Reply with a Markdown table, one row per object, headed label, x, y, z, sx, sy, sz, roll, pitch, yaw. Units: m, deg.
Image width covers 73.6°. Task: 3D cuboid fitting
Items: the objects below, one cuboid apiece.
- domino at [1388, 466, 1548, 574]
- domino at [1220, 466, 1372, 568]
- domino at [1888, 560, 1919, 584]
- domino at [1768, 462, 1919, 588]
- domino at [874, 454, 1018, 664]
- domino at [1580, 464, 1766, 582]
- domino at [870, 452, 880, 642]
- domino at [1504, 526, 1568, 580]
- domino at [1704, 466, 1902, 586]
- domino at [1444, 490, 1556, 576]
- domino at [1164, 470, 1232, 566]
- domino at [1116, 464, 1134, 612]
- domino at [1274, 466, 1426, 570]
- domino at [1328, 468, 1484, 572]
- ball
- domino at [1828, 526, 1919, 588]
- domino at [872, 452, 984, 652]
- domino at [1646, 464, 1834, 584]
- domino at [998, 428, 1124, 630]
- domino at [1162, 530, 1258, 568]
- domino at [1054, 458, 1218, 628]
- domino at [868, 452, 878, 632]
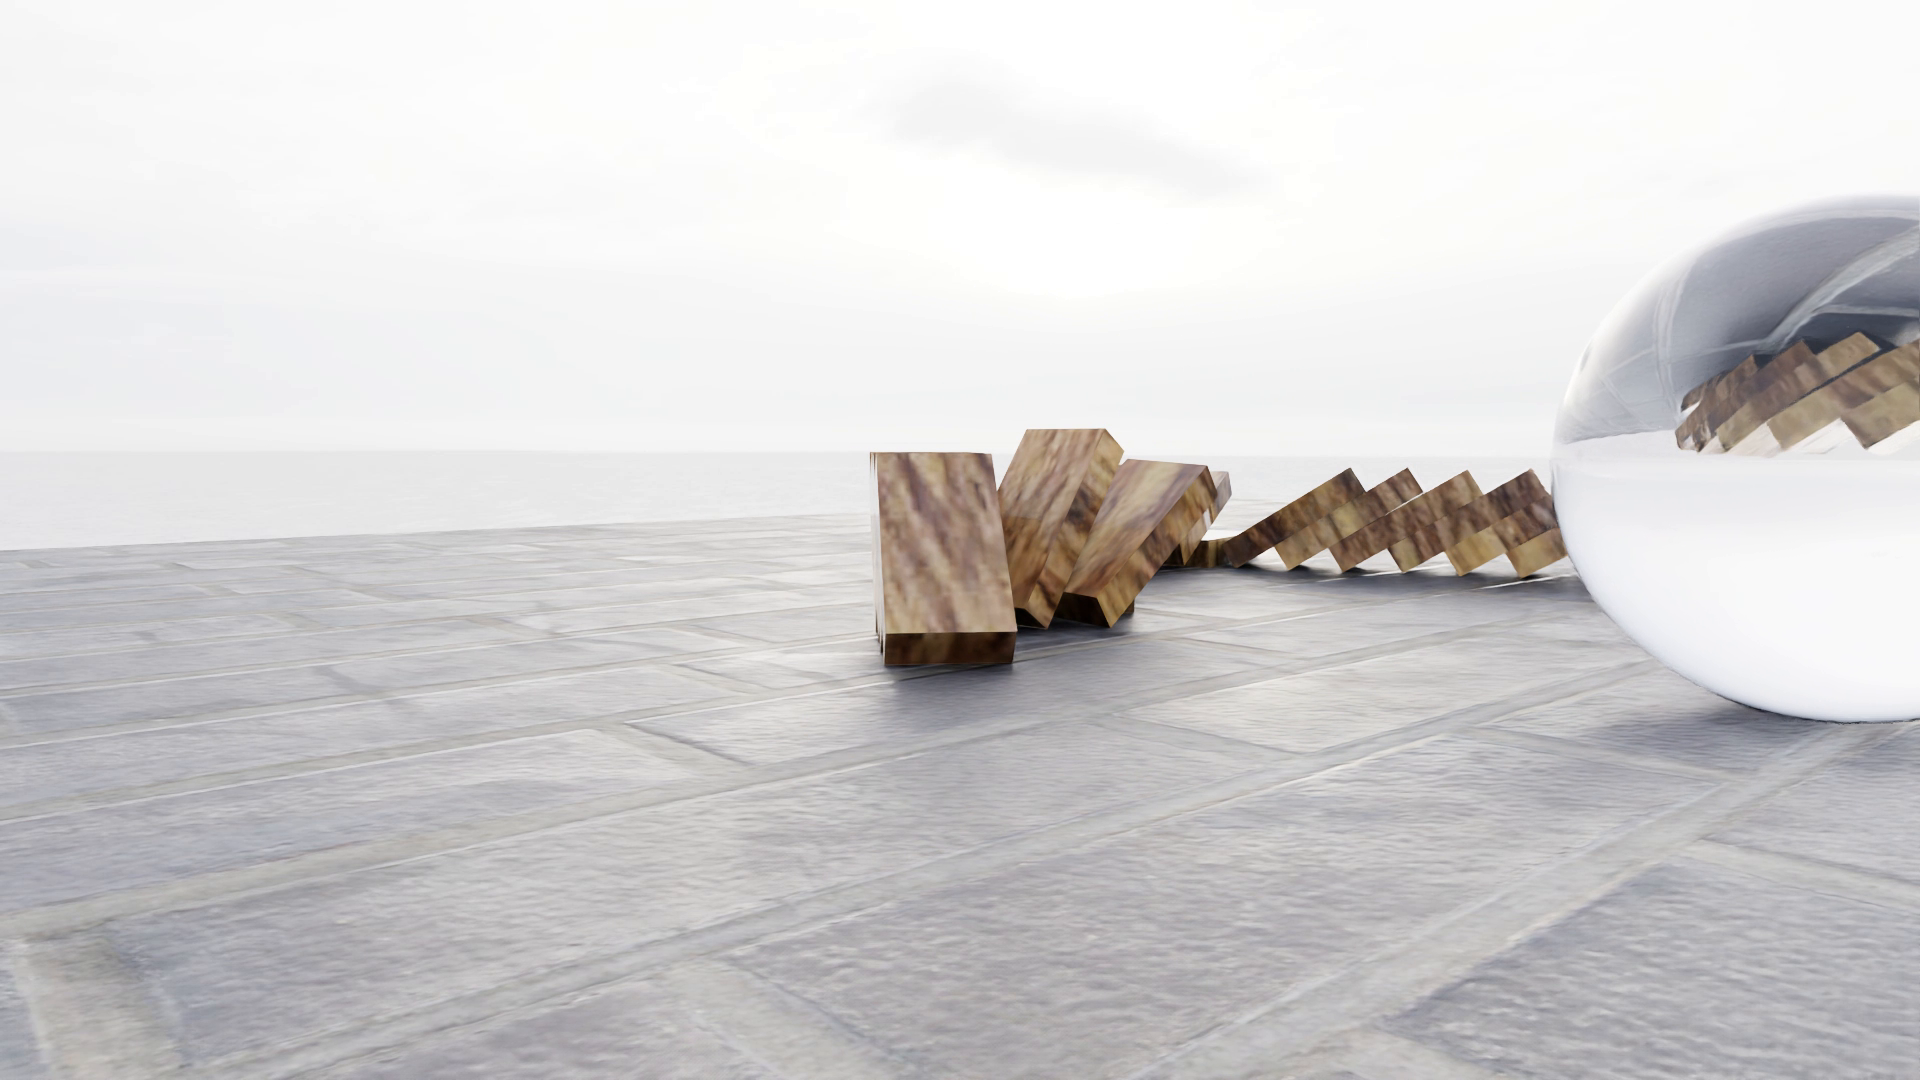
| label | x | y | z | sx | sy | sz | roll | pitch | yaw |
| --- | --- | --- | --- | --- | --- | --- | --- | --- | --- |
| domino | 0.166 | -0.007 | 0.421 | 0.050 | 0.009 | 0.025 | -33 | -8 | 21 |
| domino | 0.116 | -0.008 | 0.440 | 0.050 | 0.009 | 0.025 | -34 | -8 | 22 |
| domino | 0.308 | -0.004 | 0.393 | 0.050 | 0.009 | 0.025 | -30 | 6 | -1 |
| domino | 0.272 | -0.005 | 0.388 | 0.050 | 0.009 | 0.025 | -34 | 1 | 10 |
| domino | -0.004 | 0.003 | 0.262 | 0.025 | 0.010 | 0.050 | 0 | 46 | -6 |
| domino | 0.219 | -0.005 | 0.397 | 0.050 | 0.009 | 0.025 | -34 | -6 | 21 |
| domino | -0.007 | 0.001 | 0.291 | 0.025 | 0.010 | 0.050 | 0 | 46 | -6 |
| domino | 0.199 | -0.005 | 0.407 | 0.050 | 0.010 | 0.025 | -32 | -8 | 21 |
| domino | 0.252 | -0.005 | 0.388 | 0.050 | 0.009 | 0.025 | -34 | -5 | 16 |
| domino | 0.182 | -0.006 | 0.414 | 0.050 | 0.009 | 0.025 | -33 | -8 | 21 |
| domino | 0.075 | -0.009 | 0.452 | 0.025 | 0.009 | 0.050 | 3 | 32 | 32 |
| domino | 0.033 | -0.001 | 0.341 | 0.025 | 0.009 | 0.050 | 0 | 40 | 6 |
| domino | 0.132 | -0.008 | 0.434 | 0.050 | 0.009 | 0.025 | -33 | -8 | 20 |
| domino | 0.149 | -0.007 | 0.428 | 0.050 | 0.009 | 0.025 | -33 | -8 | 21 |
| ball | 0.134 | -0.012 | 0.196 | 0.080 | 0.080 | 0.080 | 0 | 4 | 0 |
| domino | 0.289 | -0.004 | 0.389 | 0.050 | 0.009 | 0.025 | -34 | 2 | 5 |
| domino | -0.005 | 0.002 | 0.276 | 0.025 | 0.009 | 0.050 | 0 | 46 | -6 |
| domino | 0.235 | -0.005 | 0.392 | 0.050 | 0.009 | 0.025 | -34 | -6 | 20 |
| domino | 0.018 | -0.004 | 0.309 | 0.025 | 0.050 | 0.009 | 4 | -29 | 44 |
| domino | 0.088 | 0.003 | 0.468 | 0.025 | 0.009 | 0.050 | 3 | 5 | 32 |
| domino | 0.039 | 0.000 | 0.315 | 0.025 | 0.009 | 0.050 | 9 | 46 | 45 |
| domino | -0.008 | -0.001 | 0.305 | 0.025 | 0.009 | 0.050 | -1 | 46 | -6 |
